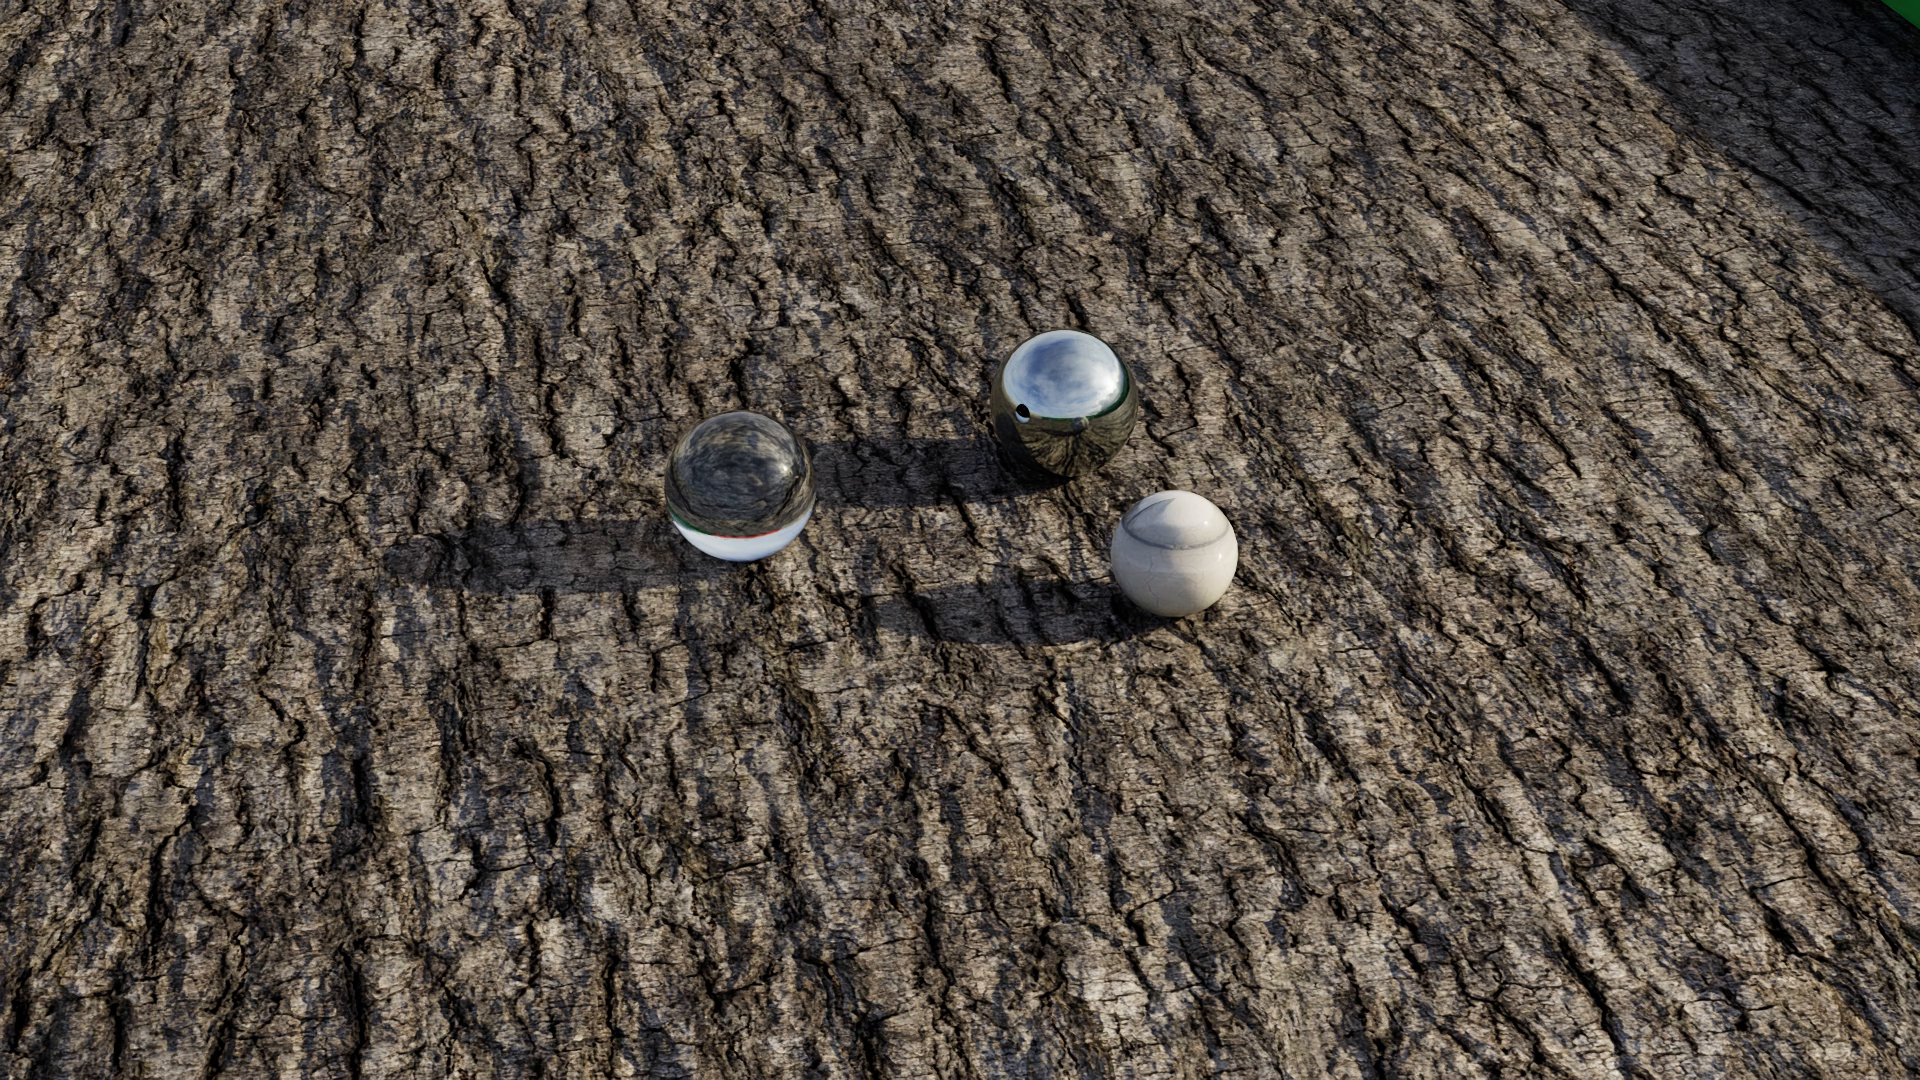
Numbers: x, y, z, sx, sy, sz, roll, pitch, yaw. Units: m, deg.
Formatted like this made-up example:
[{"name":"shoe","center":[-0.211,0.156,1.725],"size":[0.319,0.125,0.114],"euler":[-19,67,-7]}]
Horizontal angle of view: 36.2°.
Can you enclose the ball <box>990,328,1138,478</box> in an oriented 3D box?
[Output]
[{"name":"ball","center":[0.066,-0.086,1.851],"size":[0.094,0.094,0.094],"euler":[0,30,0]}]

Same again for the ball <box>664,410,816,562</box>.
[{"name":"ball","center":[-0.131,-0.032,1.758],"size":[0.091,0.091,0.091],"euler":[0,30,0]}]

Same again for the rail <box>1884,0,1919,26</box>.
[{"name":"rail","center":[0.797,-0.571,2.674],"size":[0.045,0.122,3.822],"euler":[-5,30,-9]}]

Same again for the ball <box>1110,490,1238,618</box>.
[{"name":"ball","center":[0.124,0.008,1.705],"size":[0.074,0.074,0.074],"euler":[0,30,0]}]
